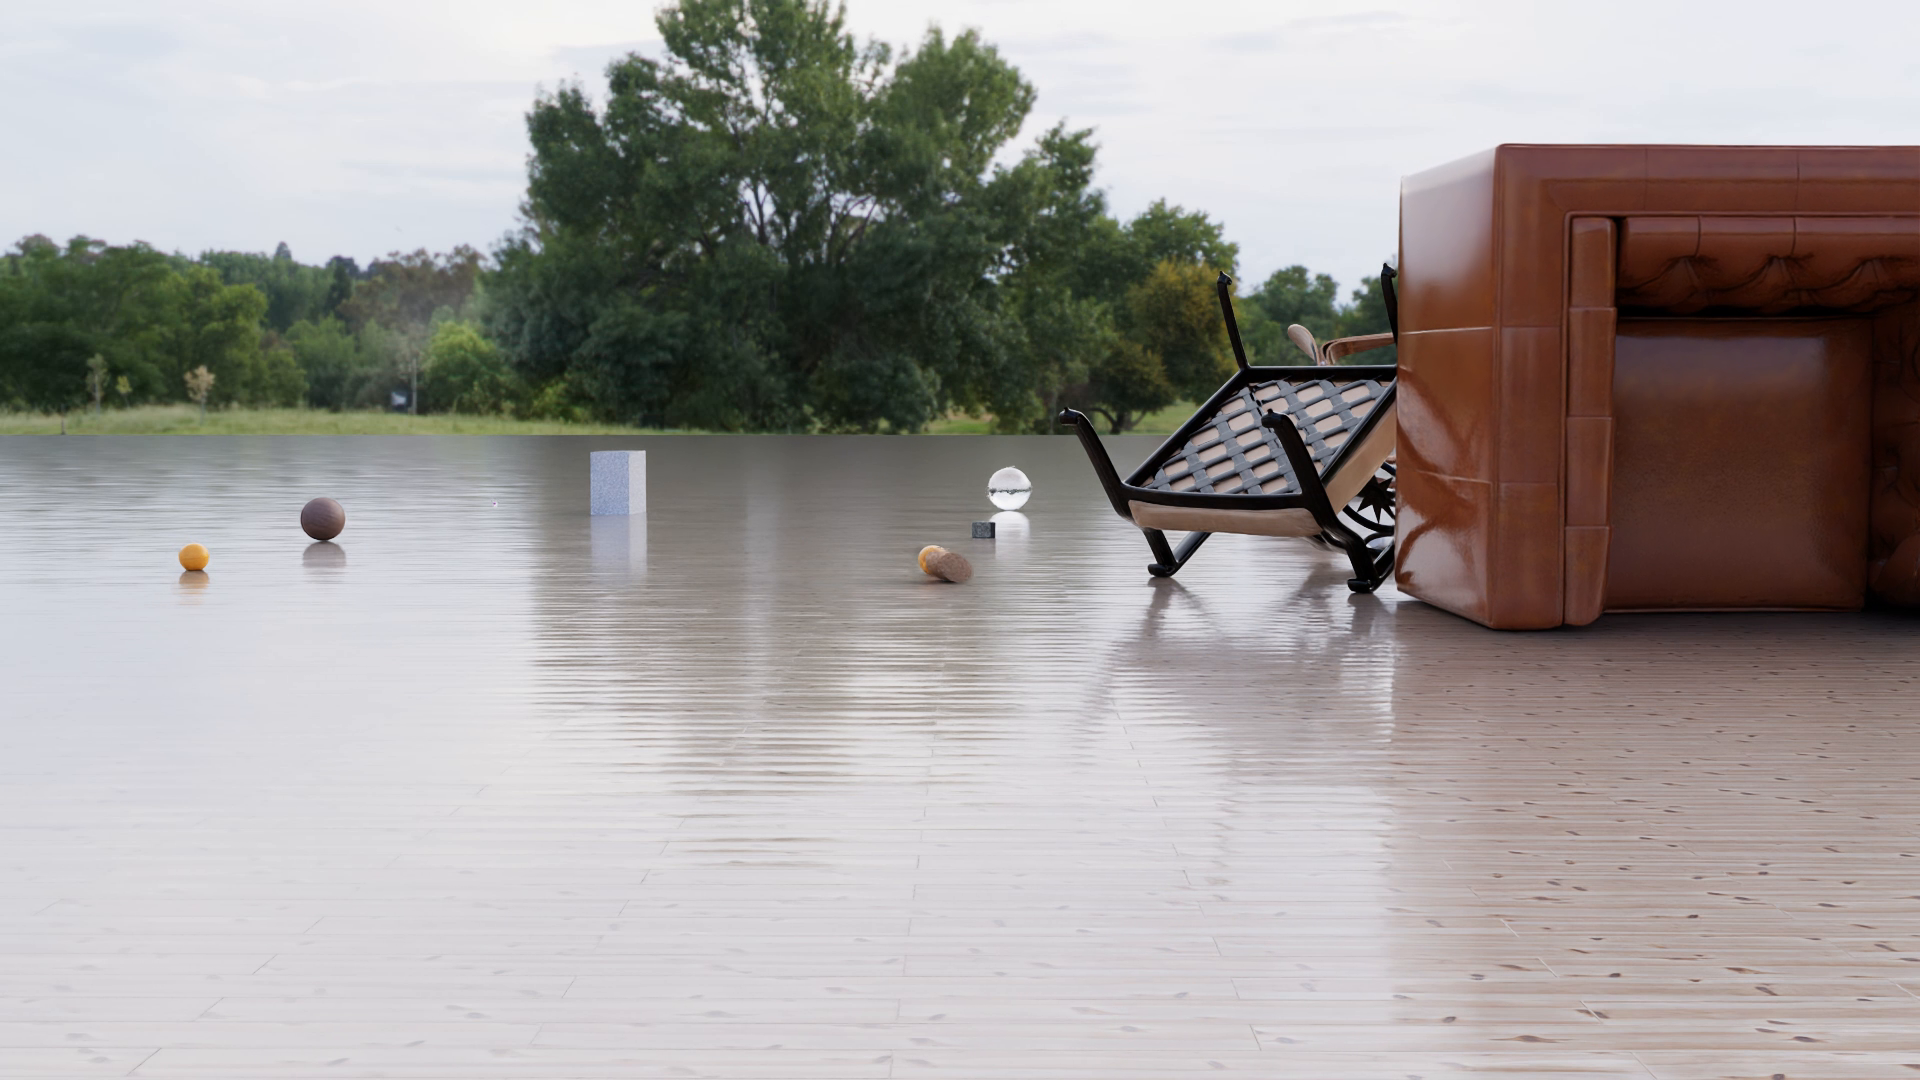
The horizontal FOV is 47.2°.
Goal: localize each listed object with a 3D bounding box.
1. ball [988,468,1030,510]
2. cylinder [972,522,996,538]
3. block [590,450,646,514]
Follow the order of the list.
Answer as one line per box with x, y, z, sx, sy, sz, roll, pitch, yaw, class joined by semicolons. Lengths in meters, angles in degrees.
0.182;-0.188;8.128;0.158;0.158;0.158;0;4;0;ball
0.071;-0.031;6.648;0.079;0.048;0.059;3;5;36;cylinder
-1.238;-0.210;7.974;0.141;0.223;0.226;0;4;7;block
